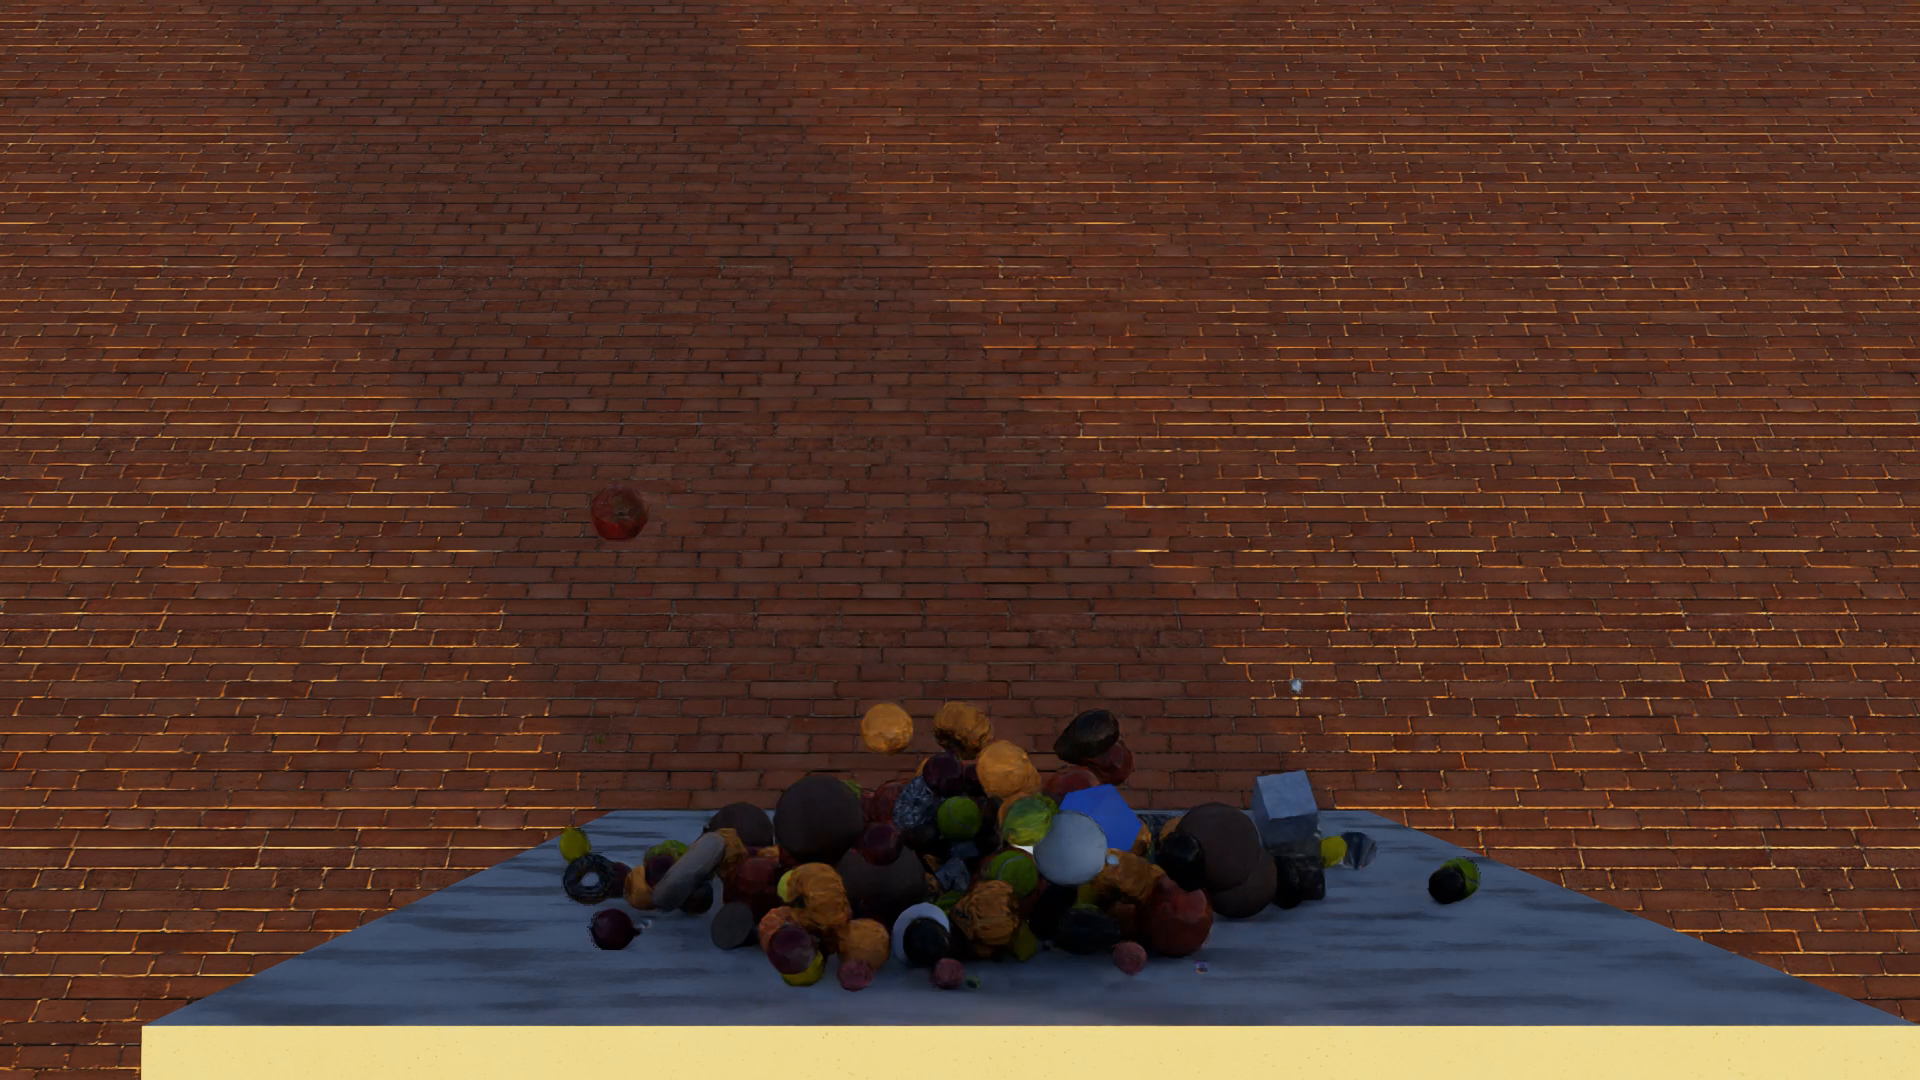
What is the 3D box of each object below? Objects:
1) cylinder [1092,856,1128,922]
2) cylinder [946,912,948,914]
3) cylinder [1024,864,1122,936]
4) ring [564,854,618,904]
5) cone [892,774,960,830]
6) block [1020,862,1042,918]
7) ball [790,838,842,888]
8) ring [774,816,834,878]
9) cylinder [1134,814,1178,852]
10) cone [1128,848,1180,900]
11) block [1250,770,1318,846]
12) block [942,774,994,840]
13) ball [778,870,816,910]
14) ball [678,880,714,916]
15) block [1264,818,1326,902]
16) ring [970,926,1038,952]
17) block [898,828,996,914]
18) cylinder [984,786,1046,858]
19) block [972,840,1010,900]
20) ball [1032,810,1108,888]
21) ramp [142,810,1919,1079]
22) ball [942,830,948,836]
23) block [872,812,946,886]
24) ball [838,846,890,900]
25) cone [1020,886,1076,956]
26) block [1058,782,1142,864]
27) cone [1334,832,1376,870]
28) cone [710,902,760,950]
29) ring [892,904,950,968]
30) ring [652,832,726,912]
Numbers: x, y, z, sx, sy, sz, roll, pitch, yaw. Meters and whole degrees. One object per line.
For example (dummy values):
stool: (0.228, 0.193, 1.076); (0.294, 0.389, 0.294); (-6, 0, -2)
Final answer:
cylinder: (0.211, 0.523, 3.903); (0.071, 0.071, 0.071); (4, 42, -4)
cylinder: (-0.032, 0.552, 4.051); (0.062, 0.062, 0.062); (36, 28, -23)
cylinder: (0.164, 0.511, 3.771); (0.100, 0.100, 0.100); (40, 16, -14)
ring: (-0.588, 0.540, 4.138); (0.086, 0.086, 0.029); (-10, 17, -13)
cone: (-0.035, 0.422, 3.978); (0.097, 0.097, 0.097); (35, 28, -26)
block: (0.135, 0.529, 3.884); (0.077, 0.077, 0.077); (-7, 61, -6)
ball: (-0.250, 0.570, 4.558); (0.094, 0.094, 0.094); (0, 37, 0)
ring: (-0.259, 0.510, 4.309); (0.042, 0.125, 0.125); (-43, 43, 6)
cylinder: (0.406, 0.607, 5.400); (0.074, 0.074, 0.074); (4, 36, -11)
cone: (0.332, 0.568, 4.453); (0.088, 0.088, 0.088); (0, -2, 0)
block: (0.535, 0.443, 4.297); (0.083, 0.083, 0.083); (-7, 53, -9)
block: (0.011, 0.497, 4.718); (0.093, 0.093, 0.093); (-41, 14, -7)
ball: (-0.225, 0.483, 3.594); (0.055, 0.055, 0.055); (0, 37, 0)
ball: (-0.424, 0.568, 4.145); (0.062, 0.062, 0.062); (0, 37, 0)
block: (0.560, 0.538, 4.367); (0.096, 0.096, 0.096); (-4, 34, 7)
ring: (0.062, 0.561, 3.656); (0.096, 0.032, 0.096); (5, -7, 1)
block: (-0.021, 0.511, 3.971); (0.090, 0.090, 0.090); (-24, 73, -36)
cylinder: (0.097, 0.471, 4.353); (0.088, 0.088, 0.088); (-12, 29, -15)
block: (0.025, 0.558, 4.402); (0.076, 0.076, 0.076); (-3, 58, 39)
ball: (0.142, 0.397, 3.348); (0.098, 0.098, 0.098); (0, 37, 0)
ramp: (0.081, 0.683, 4.918); (2.000, 0.100, 4.000); (0, -2, 0)
ball: (-0.012, 0.574, 4.953); (0.090, 0.090, 0.090); (0, 37, 0)
block: (-0.094, 0.560, 4.733); (0.093, 0.093, 0.093); (2, 28, -34)
ball: (-0.150, 0.520, 4.054); (0.083, 0.083, 0.083); (0, 37, 0)
cone: (0.141, 0.515, 3.609); (0.089, 0.089, 0.089); (26, 84, 30)
block: (0.210, 0.453, 4.070); (0.092, 0.092, 0.092); (-18, 27, 40)
cone: (0.757, 0.614, 4.982); (0.082, 0.082, 0.082); (4, 22, 6)
cone: (-0.307, 0.564, 3.720); (0.072, 0.072, 0.072); (-17, 53, 24)
ring: (-0.052, 0.524, 3.445); (0.089, 0.030, 0.089); (-16, 59, 28)
ring: (-0.408, 0.500, 3.917); (0.048, 0.144, 0.144); (43, 45, -1)
